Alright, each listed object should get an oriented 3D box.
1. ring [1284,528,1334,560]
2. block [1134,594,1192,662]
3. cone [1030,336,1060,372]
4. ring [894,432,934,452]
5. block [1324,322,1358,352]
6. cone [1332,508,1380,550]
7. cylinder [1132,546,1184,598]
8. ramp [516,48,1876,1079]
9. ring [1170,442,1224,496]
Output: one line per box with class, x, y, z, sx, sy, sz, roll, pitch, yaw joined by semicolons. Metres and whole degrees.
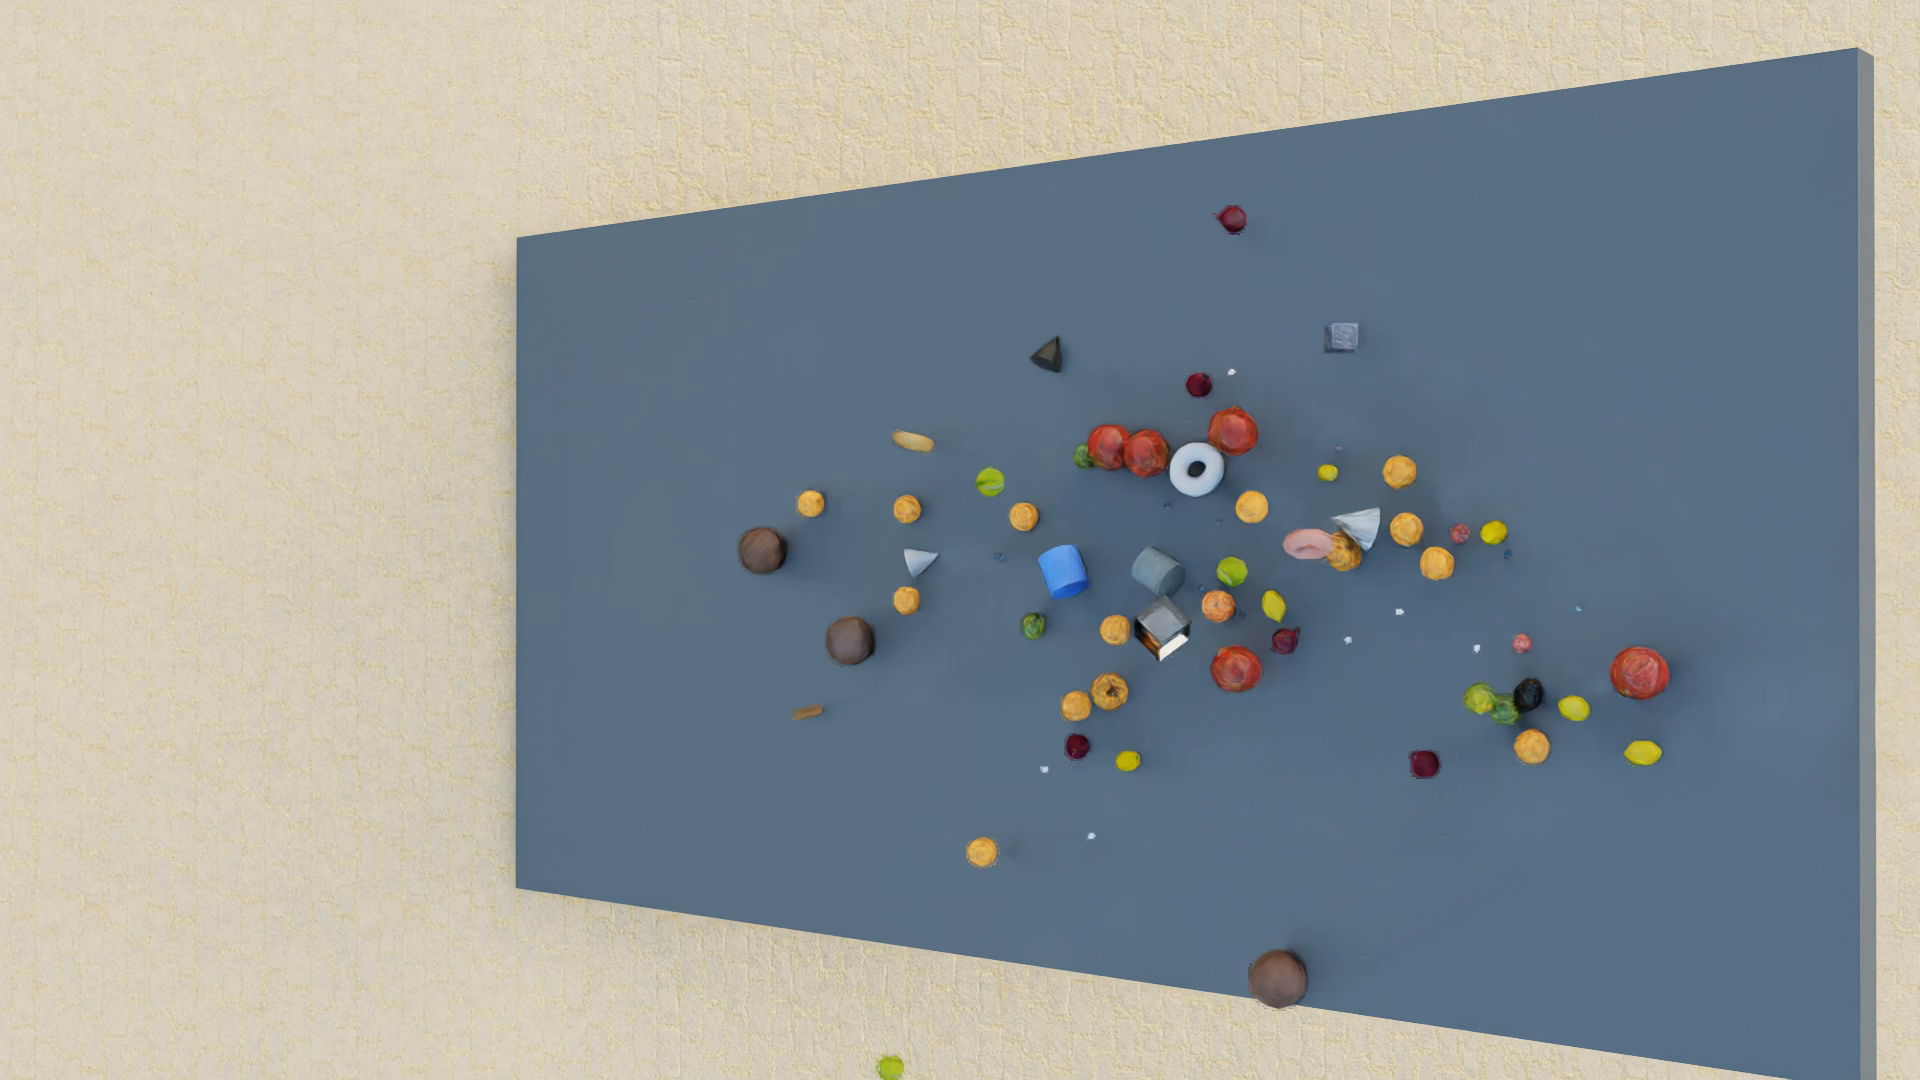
ring;0.757;0.009;4.771;0.112;0.112;0.037;4;65;0
block;0.464;0.202;5.056;0.091;0.091;0.091;-35;64;-18
cone;0.225;-0.470;5.428;0.082;0.082;0.082;24;77;0
ring;-0.119;-0.252;5.629;0.108;0.108;0.036;14;89;0
block;0.846;-0.449;4.885;0.059;0.059;0.059;1;89;-4
cone;0.857;-0.037;4.824;0.097;0.097;0.097;15;90;-6
cylinder;0.467;0.076;5.194;0.090;0.090;0.090;36;90;34
ramp;0.212;0.062;5.527;4.000;0.100;2.000;0;90;39
ring;0.552;-0.166;5.133;0.132;0.044;0.132;-7;70;20
